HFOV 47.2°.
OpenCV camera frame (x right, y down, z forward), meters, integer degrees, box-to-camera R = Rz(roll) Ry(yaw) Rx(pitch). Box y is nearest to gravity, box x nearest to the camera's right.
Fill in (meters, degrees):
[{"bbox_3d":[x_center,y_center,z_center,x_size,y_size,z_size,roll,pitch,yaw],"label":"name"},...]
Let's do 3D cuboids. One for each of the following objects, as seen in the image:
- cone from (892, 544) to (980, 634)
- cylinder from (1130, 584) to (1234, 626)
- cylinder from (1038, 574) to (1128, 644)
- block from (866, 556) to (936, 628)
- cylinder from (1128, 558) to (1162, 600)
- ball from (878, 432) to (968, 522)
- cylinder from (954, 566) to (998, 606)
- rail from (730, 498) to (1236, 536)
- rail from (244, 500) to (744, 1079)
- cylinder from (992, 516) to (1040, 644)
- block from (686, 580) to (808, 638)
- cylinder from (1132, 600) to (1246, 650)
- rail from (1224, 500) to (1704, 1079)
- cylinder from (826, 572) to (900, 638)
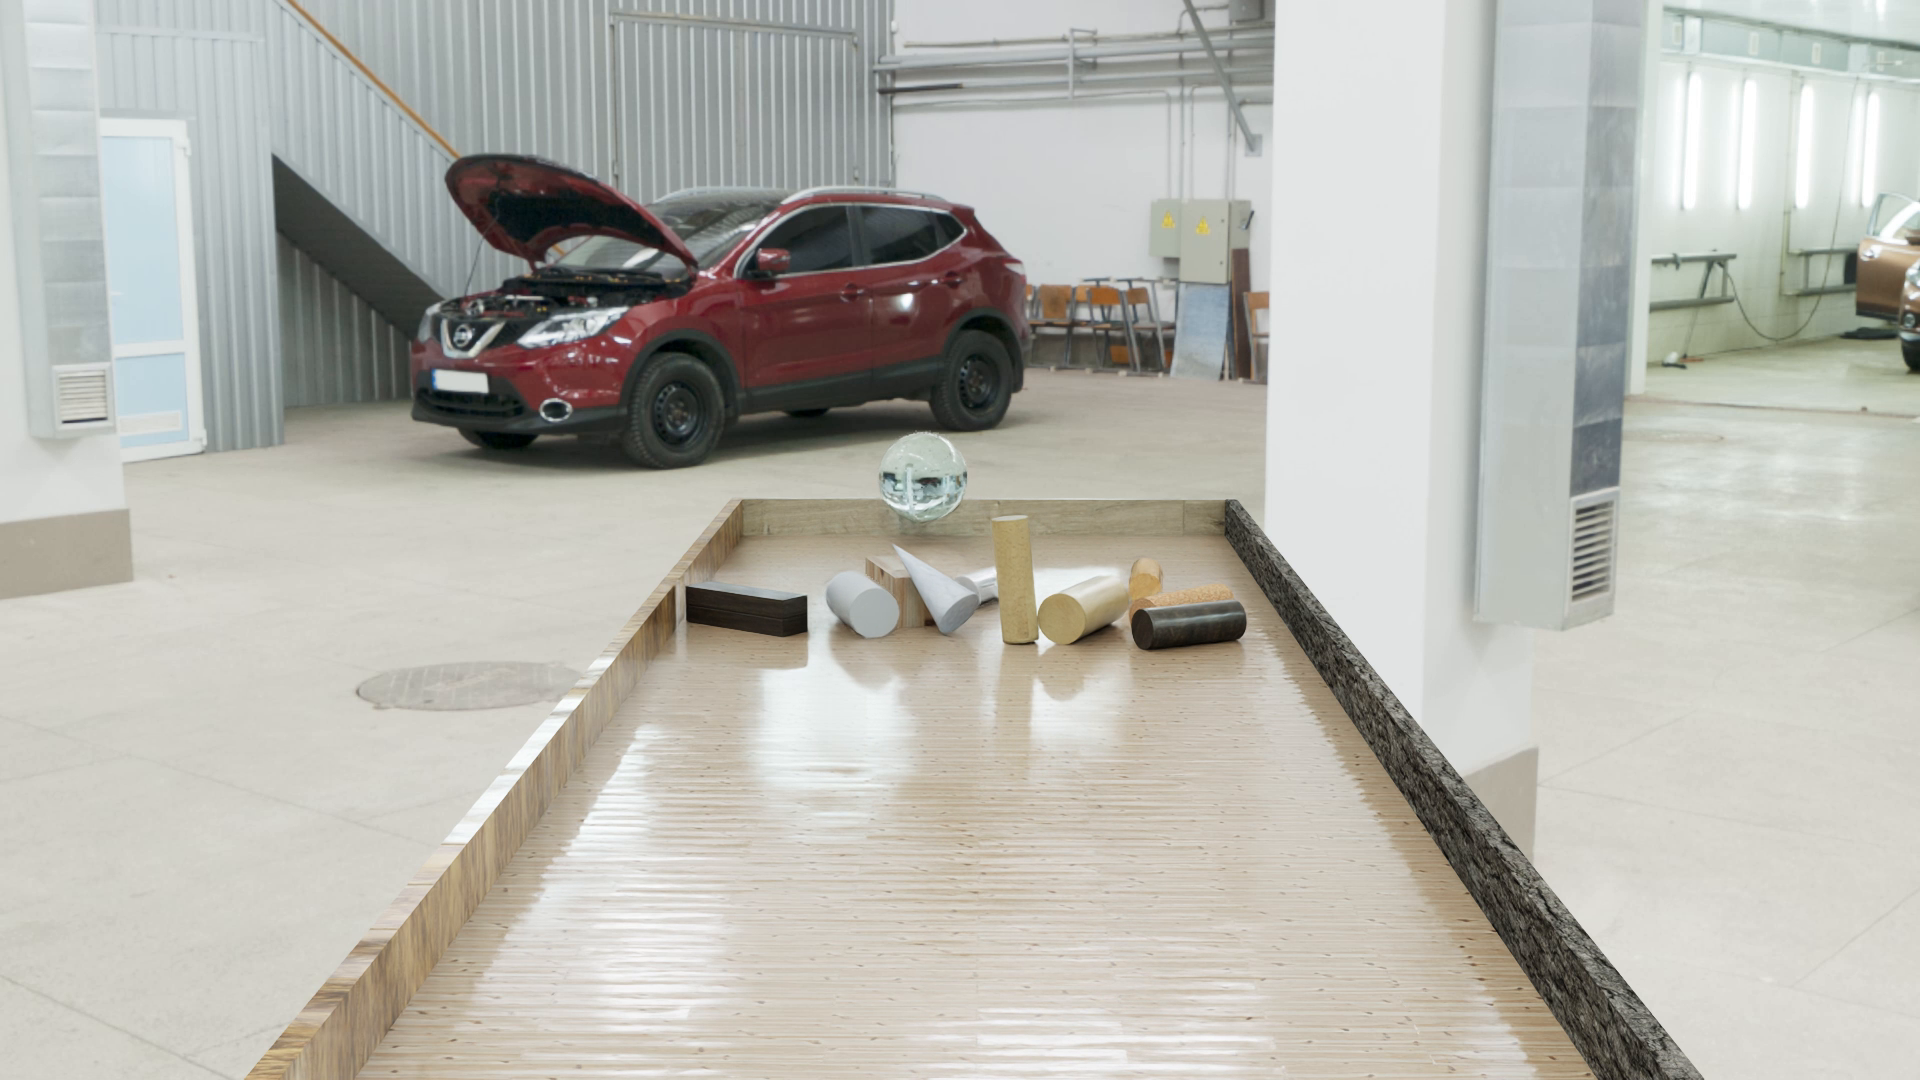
[{"bbox_3d":[-0.113,0.123,7.149,0.167,0.167,0.353,-11,49,-50],"label":"cone"},{"bbox_3d":[0.725,0.228,7.155,0.381,0.130,0.130,-9,13,-44],"label":"cylinder"},{"bbox_3d":[0.400,0.221,7.093,0.163,0.163,0.385,4,10,25],"label":"cylinder"},{"bbox_3d":[-0.189,0.170,7.407,0.166,0.166,0.424,-2,9,-15],"label":"block"},{"bbox_3d":[0.653,0.144,7.740,0.113,0.113,0.322,1,9,6],"label":"cylinder"},{"bbox_3d":[-0.151,-0.257,8.943,0.366,0.366,0.366,0,9,0],"label":"ball"},{"bbox_3d":[0.106,0.154,7.673,0.114,0.114,0.381,5,10,29],"label":"cylinder"},{"bbox_3d":[0.099,-0.098,9.147,2.100,0.150,0.050,0,9,1],"label":"rail"},{"bbox_3d":[-1.004,0.839,3.234,0.050,0.150,12.000,0,9,1],"label":"rail"},{"bbox_3d":[0.175,0.124,6.949,0.118,0.391,0.118,-5,8,1],"label":"cylinder"},{"bbox_3d":[-0.701,0.225,7.206,0.428,0.121,0.121,7,11,36],"label":"block"},{"bbox_3d":[0.722,0.265,6.928,0.350,0.128,0.128,-5,10,-28],"label":"cylinder"},{"bbox_3d":[1.046,0.843,3.208,0.050,0.150,12.000,0,9,1],"label":"rail"},{"bbox_3d":[-0.321,0.209,7.174,0.162,0.162,0.341,-3,9,-16],"label":"cylinder"}]
